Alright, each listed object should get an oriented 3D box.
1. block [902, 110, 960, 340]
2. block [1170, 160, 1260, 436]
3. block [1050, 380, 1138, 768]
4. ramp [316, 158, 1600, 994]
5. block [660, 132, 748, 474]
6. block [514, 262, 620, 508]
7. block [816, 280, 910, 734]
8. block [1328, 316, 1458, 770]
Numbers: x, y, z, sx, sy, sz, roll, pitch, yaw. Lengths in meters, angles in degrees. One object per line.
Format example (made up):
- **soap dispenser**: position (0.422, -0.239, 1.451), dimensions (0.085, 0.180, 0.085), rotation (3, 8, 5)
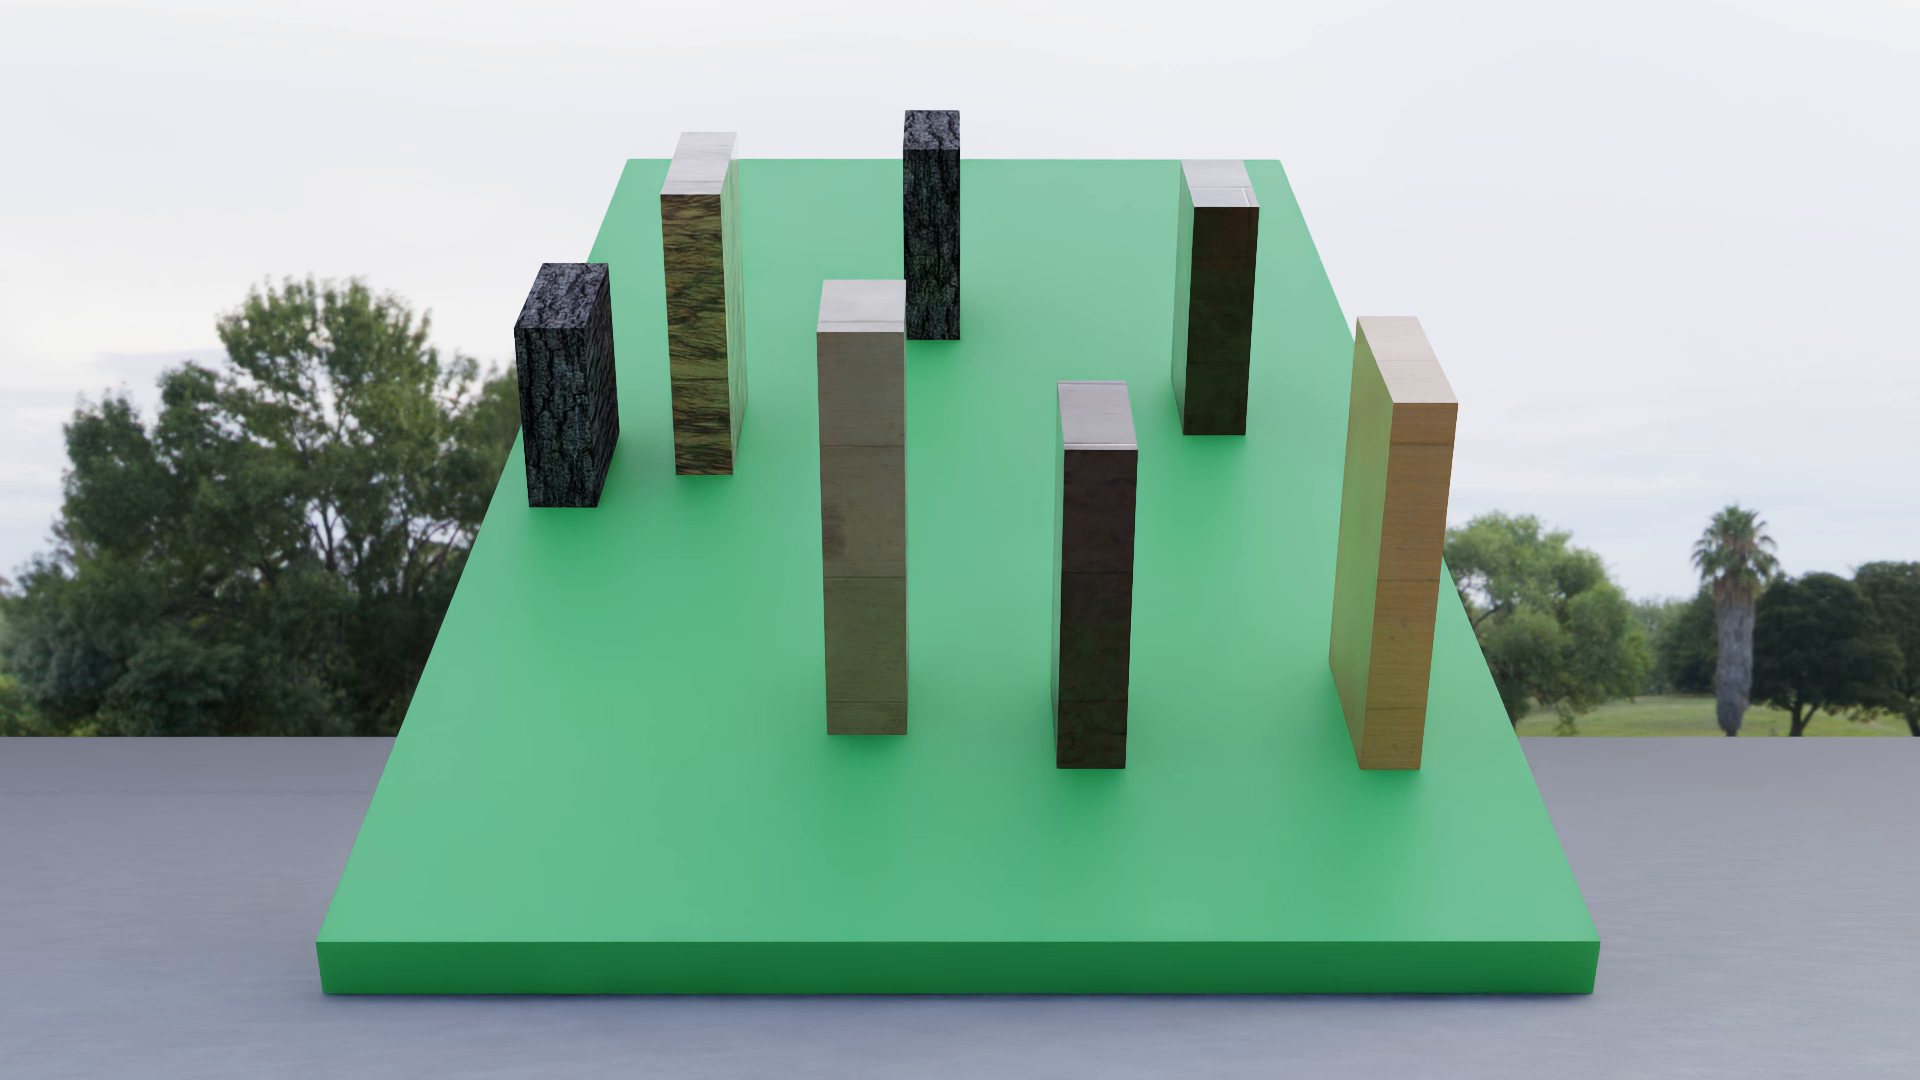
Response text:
- **block**: position (-0.070, -0.796, 5.963), dimensions (0.139, 0.493, 0.332), rotation (0, 27, 0)
- **block**: position (0.581, -0.559, 5.436), dimensions (0.142, 0.546, 0.337), rotation (0, 27, 0)
- **block**: position (0.229, 0.061, 4.125), dimensions (0.120, 0.612, 0.290), rotation (0, 27, 0)
- **ramp**: position (-0.010, -0.227, 5.491), dimensions (2.000, 0.100, 4.000), rotation (0, 27, 0)
- **block**: position (-0.563, -0.531, 5.263), dimensions (0.125, 0.644, 0.443), rotation (0, 27, 0)
- **block**: position (-0.849, -0.341, 5.144), dimensions (0.145, 0.411, 0.393), rotation (0, 27, 0)
- **block**: position (-0.166, -0.052, 4.169), dimensions (0.143, 0.772, 0.246), rotation (0, 27, 0)
- **block**: position (0.751, 0.003, 4.147), dimensions (0.105, 0.697, 0.385), rotation (0, 27, 0)
